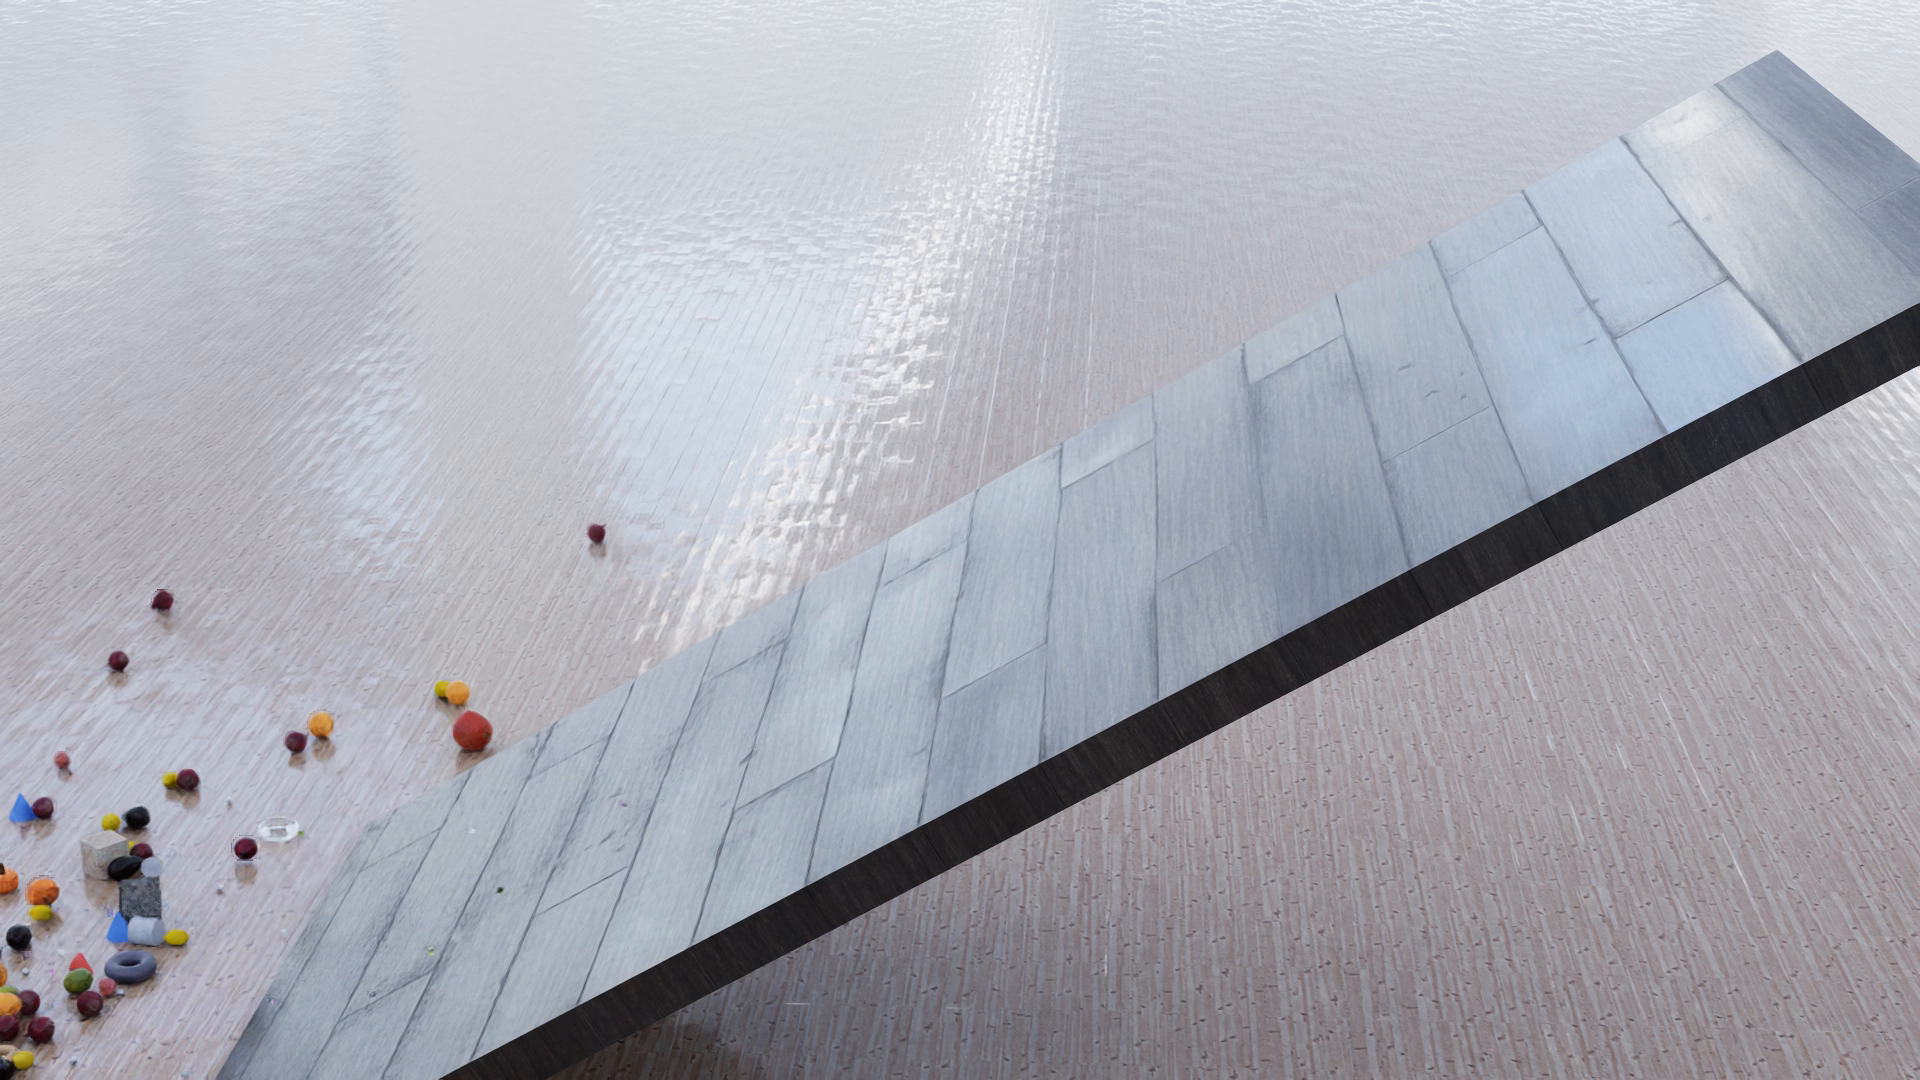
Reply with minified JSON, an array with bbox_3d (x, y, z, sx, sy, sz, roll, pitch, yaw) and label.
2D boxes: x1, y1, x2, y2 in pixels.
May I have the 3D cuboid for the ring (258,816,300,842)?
[{"bbox_3d":[-1.803,0.765,7.783,0.109,0.036,0.109,0,20,0],"label":"ring"}]

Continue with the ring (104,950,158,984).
[{"bbox_3d":[-1.982,1.020,7.029,0.124,0.041,0.124,0,20,0],"label":"ring"}]

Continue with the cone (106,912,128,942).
[{"bbox_3d":[-2.063,0.940,7.216,0.071,0.071,0.071,0,19,0],"label":"cone"}]

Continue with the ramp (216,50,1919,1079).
[{"bbox_3d":[0.142,0.168,6.286,4.000,0.100,2.000,-29,15,12],"label":"ramp"}]

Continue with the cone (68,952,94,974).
[{"bbox_3d":[-2.097,1.024,7.044,0.052,0.052,0.052,31,25,7],"label":"cone"}]

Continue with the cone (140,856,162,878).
[{"bbox_3d":[-2.075,0.844,7.571,0.054,0.054,0.054,-1,-8,-2],"label":"cone"}]

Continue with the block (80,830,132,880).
[{"bbox_3d":[-2.200,0.810,7.570,0.088,0.088,0.088,17,26,41],"label":"block"}]

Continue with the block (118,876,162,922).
[{"bbox_3d":[-2.032,0.892,7.294,0.092,0.092,0.092,-4,5,-11],"label":"block"}]

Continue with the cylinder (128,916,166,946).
[{"bbox_3d":[-1.987,0.954,7.183,0.066,0.066,0.066,5,19,14],"label":"cylinder"}]

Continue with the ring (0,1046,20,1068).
[{"bbox_3d":[-2.160,1.165,6.625,0.084,0.028,0.084,-1,18,0],"label":"ring"}]

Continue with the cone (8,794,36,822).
[{"bbox_3d":[-2.519,0.709,7.891,0.071,0.071,0.071,0,19,0],"label":"cone"}]
